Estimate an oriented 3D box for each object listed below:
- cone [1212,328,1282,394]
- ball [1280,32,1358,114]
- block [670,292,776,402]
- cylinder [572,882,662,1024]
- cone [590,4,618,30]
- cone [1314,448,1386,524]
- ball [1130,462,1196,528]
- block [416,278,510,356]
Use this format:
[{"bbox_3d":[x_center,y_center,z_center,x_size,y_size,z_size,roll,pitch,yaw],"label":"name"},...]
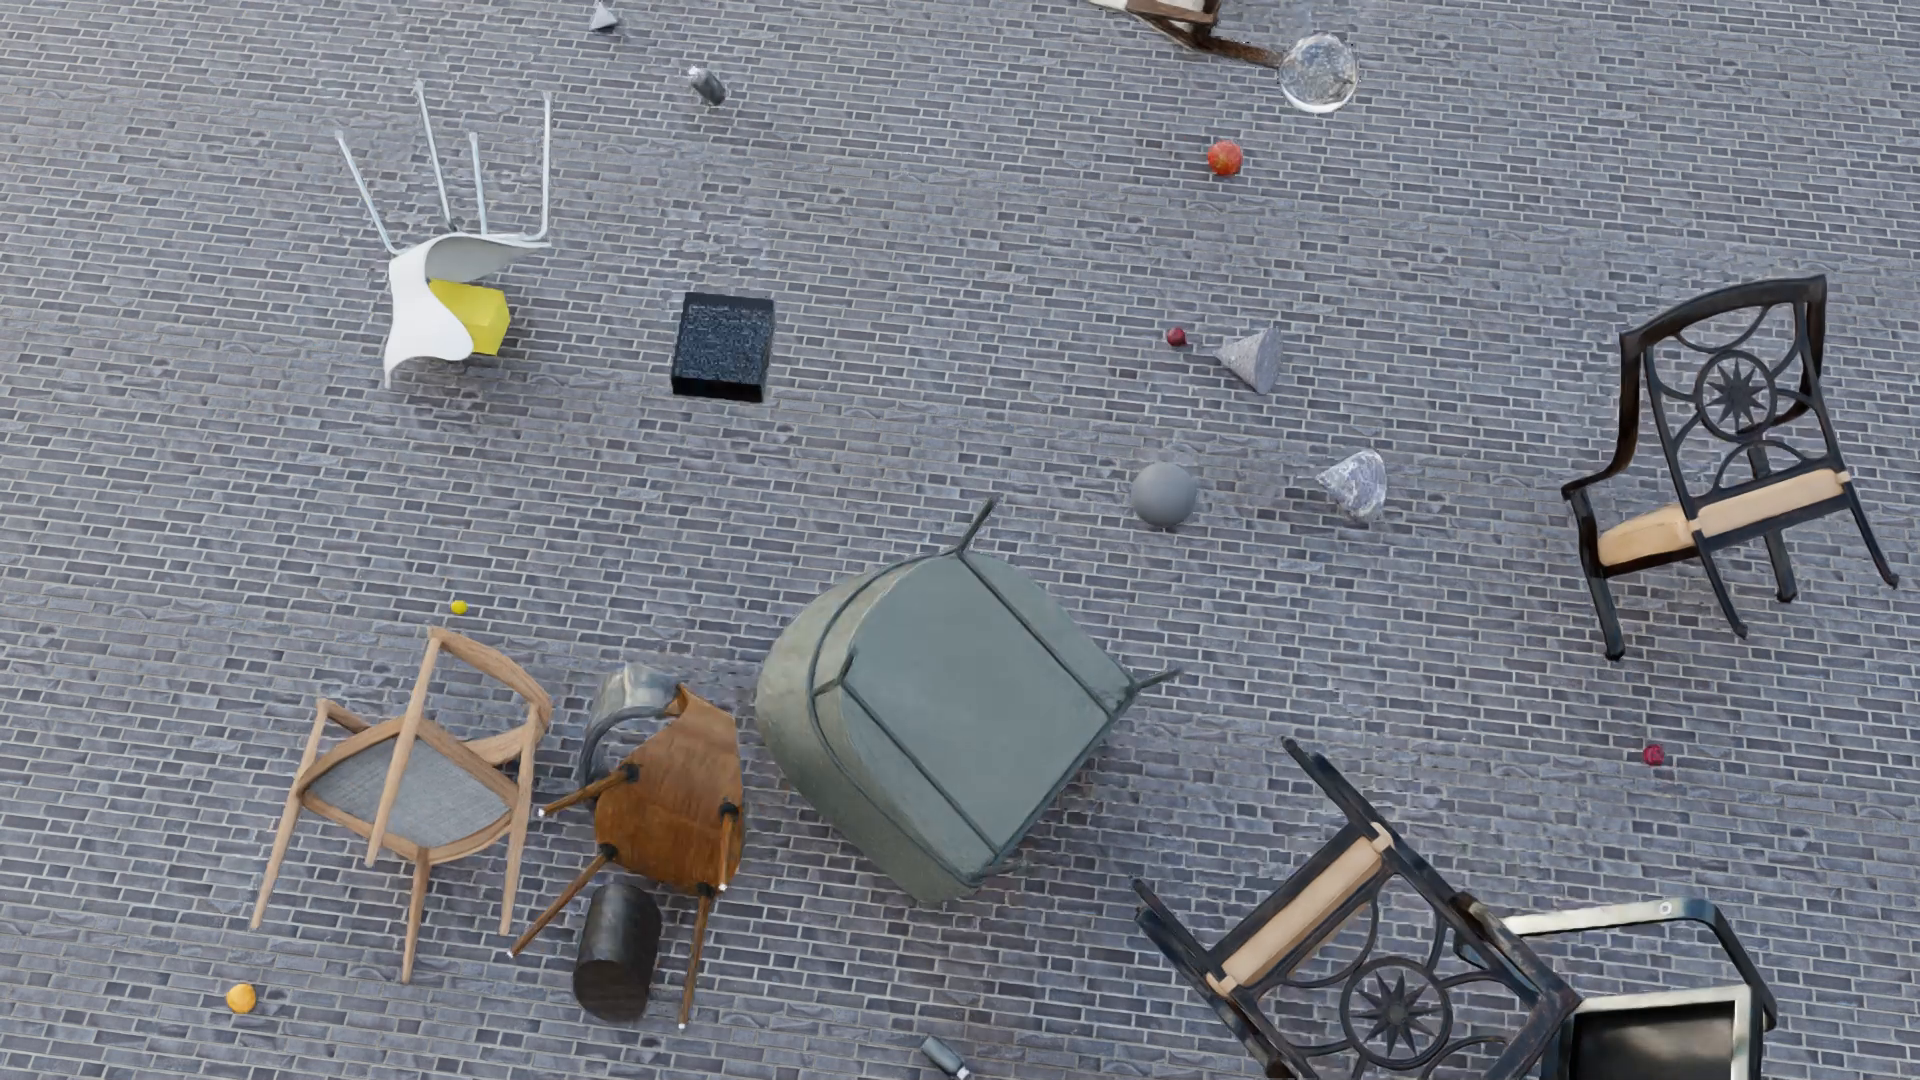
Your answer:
[{"bbox_3d":[0.877,-0.576,6.911,0.209,0.155,0.207,13,92,36],"label":"cone"},{"bbox_3d":[1.129,-1.468,6.916,0.248,0.248,0.248,0,56,0],"label":"ball"},{"bbox_3d":[-0.725,-0.593,6.757,0.274,0.113,0.301,6,65,1],"label":"block"},{"bbox_3d":[-0.875,1.056,5.626,0.185,0.263,0.244,-1,41,6],"label":"cylinder"},{"bbox_3d":[-1.277,-1.833,7.778,0.097,0.089,0.122,-42,40,5],"label":"cone"},{"bbox_3d":[1.125,-0.172,6.508,0.151,0.251,0.228,-2,83,46],"label":"cone"},{"bbox_3d":[0.607,-0.135,6.547,0.195,0.195,0.195,0,56,0],"label":"ball"},{"bbox_3d":[-1.571,-0.706,6.960,0.238,0.146,0.148,10,57,7],"label":"block"}]
